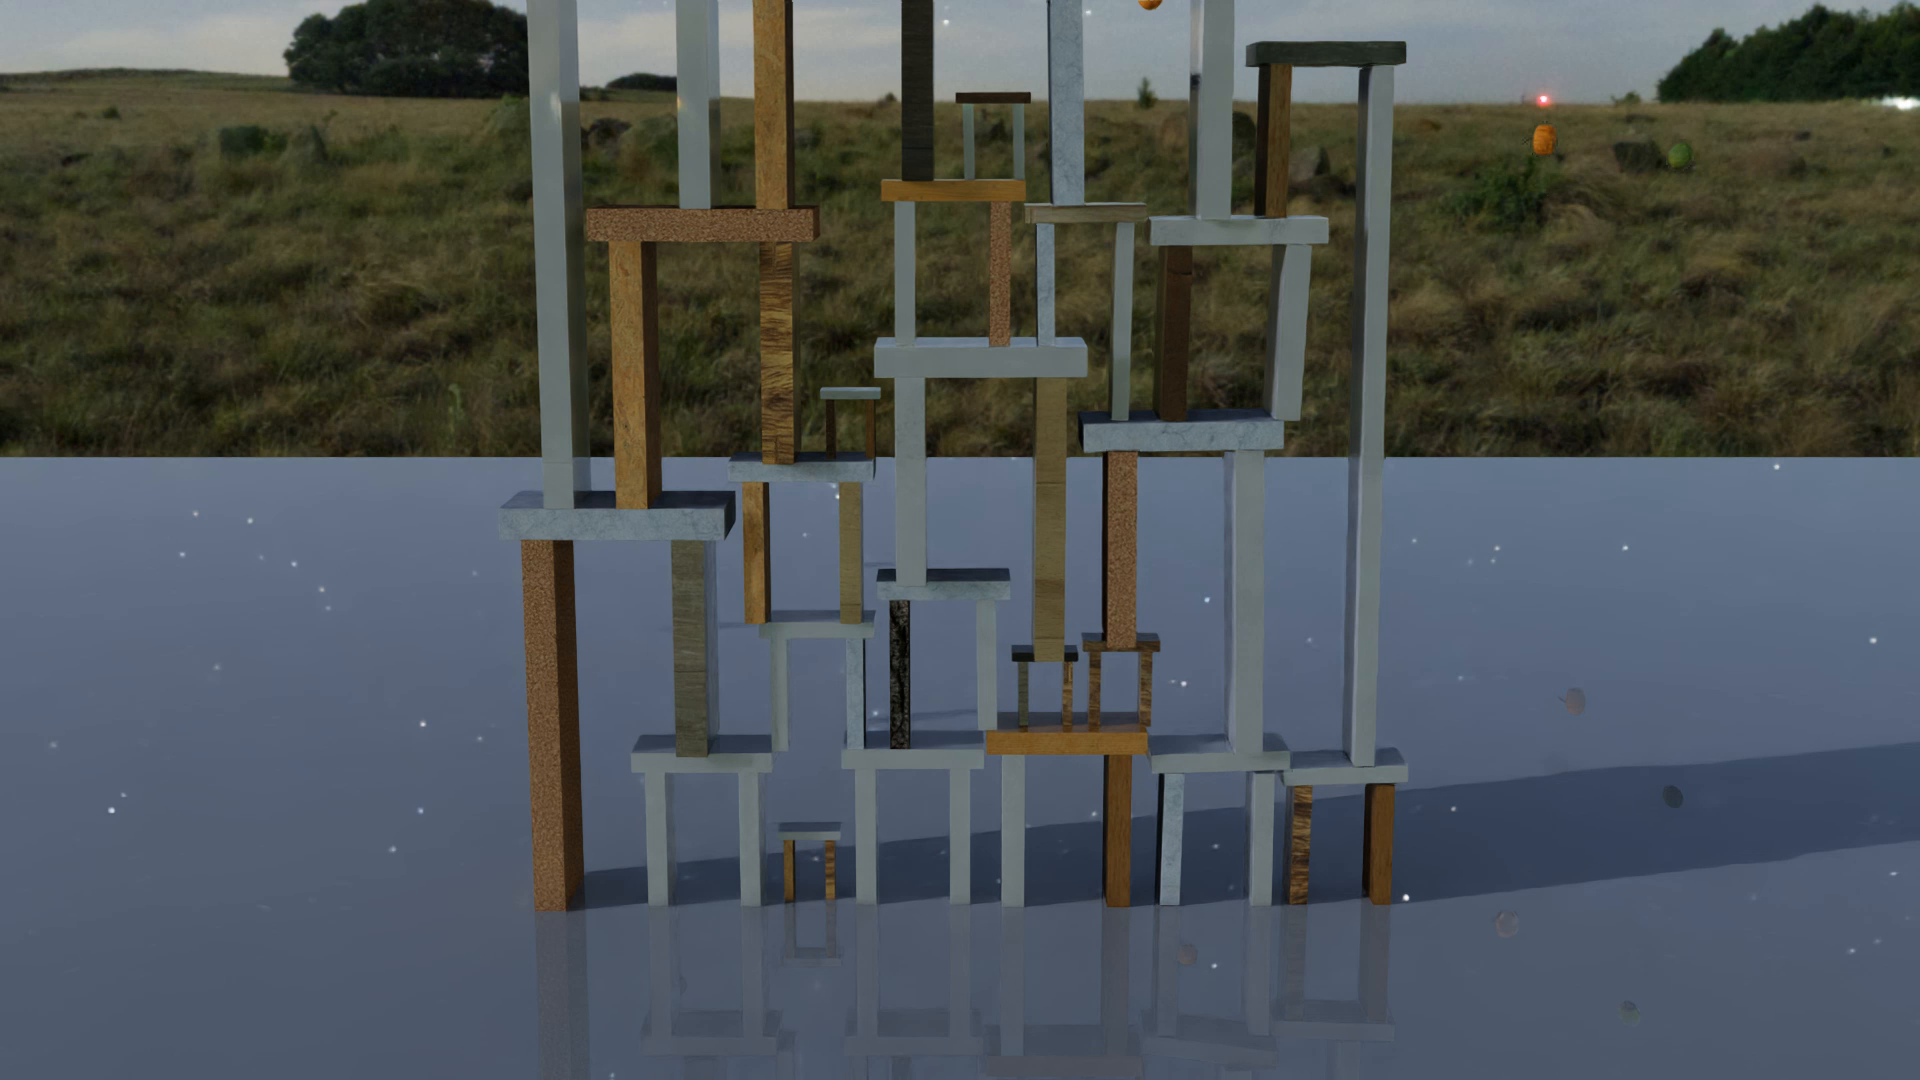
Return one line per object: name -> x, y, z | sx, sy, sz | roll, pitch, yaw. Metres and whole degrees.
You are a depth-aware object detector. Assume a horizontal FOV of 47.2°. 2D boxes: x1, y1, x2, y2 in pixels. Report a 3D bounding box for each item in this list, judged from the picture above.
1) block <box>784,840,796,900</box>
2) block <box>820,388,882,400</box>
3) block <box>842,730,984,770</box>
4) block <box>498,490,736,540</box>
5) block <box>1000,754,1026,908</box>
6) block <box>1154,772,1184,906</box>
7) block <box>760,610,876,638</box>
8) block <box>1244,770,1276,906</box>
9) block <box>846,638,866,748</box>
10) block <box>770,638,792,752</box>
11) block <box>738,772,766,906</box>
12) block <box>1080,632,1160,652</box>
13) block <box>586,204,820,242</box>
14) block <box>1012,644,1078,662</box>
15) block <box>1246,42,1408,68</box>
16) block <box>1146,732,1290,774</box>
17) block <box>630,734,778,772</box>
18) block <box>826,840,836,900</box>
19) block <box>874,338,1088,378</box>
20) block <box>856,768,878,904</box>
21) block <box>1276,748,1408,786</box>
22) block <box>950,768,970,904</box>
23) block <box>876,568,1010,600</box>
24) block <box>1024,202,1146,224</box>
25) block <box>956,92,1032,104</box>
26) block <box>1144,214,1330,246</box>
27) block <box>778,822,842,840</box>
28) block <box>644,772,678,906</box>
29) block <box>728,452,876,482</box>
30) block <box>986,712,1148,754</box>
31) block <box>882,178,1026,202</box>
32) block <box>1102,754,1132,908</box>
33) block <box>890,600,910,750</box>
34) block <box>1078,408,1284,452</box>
block -> -0.283, 0.540, 3.657 | 0.015, 0.103, 0.051 | 0, 11, 0
block -> -0.175, -0.235, 3.515 | 0.095, 0.014, 0.048 | 0, 11, 0
block -> -0.077, 0.346, 3.629 | 0.231, 0.033, 0.116 | 0, 11, 0
block -> -0.549, -0.041, 3.556 | 0.355, 0.050, 0.178 | 0, 11, 0
block -> 0.087, 0.463, 3.644 | 0.037, 0.259, 0.130 | 0, 11, 0
block -> 0.347, 0.480, 3.643 | 0.032, 0.225, 0.113 | 1, 11, 0
block -> -0.231, 0.137, 3.582 | 0.185, 0.026, 0.092 | 0, 11, 0
block -> 0.495, 0.480, 3.644 | 0.032, 0.225, 0.113 | 0, 11, 0
block -> -0.169, 0.240, 3.602 | 0.026, 0.184, 0.092 | 0, 11, 0
block -> -0.292, 0.242, 3.602 | 0.026, 0.189, 0.092 | 0, 11, 0
block -> -0.343, 0.479, 3.644 | 0.032, 0.228, 0.114 | 0, 11, 0
block -> 0.262, 0.167, 3.592 | 0.125, 0.018, 0.063 | 0, 11, 0
block -> -0.400, -0.500, 3.466 | 0.347, 0.049, 0.174 | 0, 11, 0
block -> 0.138, 0.185, 3.598 | 0.107, 0.015, 0.054 | 0, 11, 0
block -> 0.569, -0.757, 3.428 | 0.231, 0.033, 0.116 | 0, 10, -1
block -> 0.423, 0.350, 3.622 | 0.225, 0.032, 0.113 | -2, 11, 0
block -> -0.419, 0.351, 3.620 | 0.228, 0.032, 0.114 | 0, 11, 0
block -> -0.215, 0.540, 3.657 | 0.015, 0.103, 0.051 | 0, 11, 0
block -> 0.032, -0.292, 3.501 | 0.332, 0.047, 0.166 | 0, 11, 0
block -> -0.154, 0.475, 3.653 | 0.033, 0.231, 0.116 | 0, 11, 0
block -> 0.628, 0.374, 3.625 | 0.203, 0.029, 0.101 | -2, 11, 1
block -> 0.000, 0.475, 3.653 | 0.033, 0.231, 0.116 | 0, 11, 0
block -> -0.027, 0.072, 3.576 | 0.215, 0.030, 0.108 | 0, 11, 0
block -> 0.196, -0.515, 3.460 | 0.189, 0.027, 0.095 | -1, 11, 0
block -> 0.052, -0.690, 3.431 | 0.117, 0.017, 0.059 | 0, 11, 0
block -> 0.433, -0.489, 3.469 | 0.275, 0.039, 0.137 | -1, 11, 0
block -> -0.249, 0.483, 3.646 | 0.103, 0.015, 0.051 | 0, 11, 0
block -> -0.495, 0.479, 3.644 | 0.032, 0.228, 0.114 | 0, 11, 0
block -> -0.252, -0.118, 3.534 | 0.230, 0.033, 0.115 | 0, 11, 0
block -> 0.173, 0.317, 3.617 | 0.259, 0.037, 0.130 | 0, 11, 0
block -> -0.010, -0.551, 3.459 | 0.223, 0.032, 0.112 | 0, 11, 0
block -> 0.260, 0.463, 3.644 | 0.037, 0.259, 0.130 | 0, 11, 0
block -> -0.098, 0.208, 3.601 | 0.030, 0.247, 0.108 | 0, 11, 0
block -> 0.351, -0.177, 3.530 | 0.315, 0.045, 0.157 | -1, 11, 0
